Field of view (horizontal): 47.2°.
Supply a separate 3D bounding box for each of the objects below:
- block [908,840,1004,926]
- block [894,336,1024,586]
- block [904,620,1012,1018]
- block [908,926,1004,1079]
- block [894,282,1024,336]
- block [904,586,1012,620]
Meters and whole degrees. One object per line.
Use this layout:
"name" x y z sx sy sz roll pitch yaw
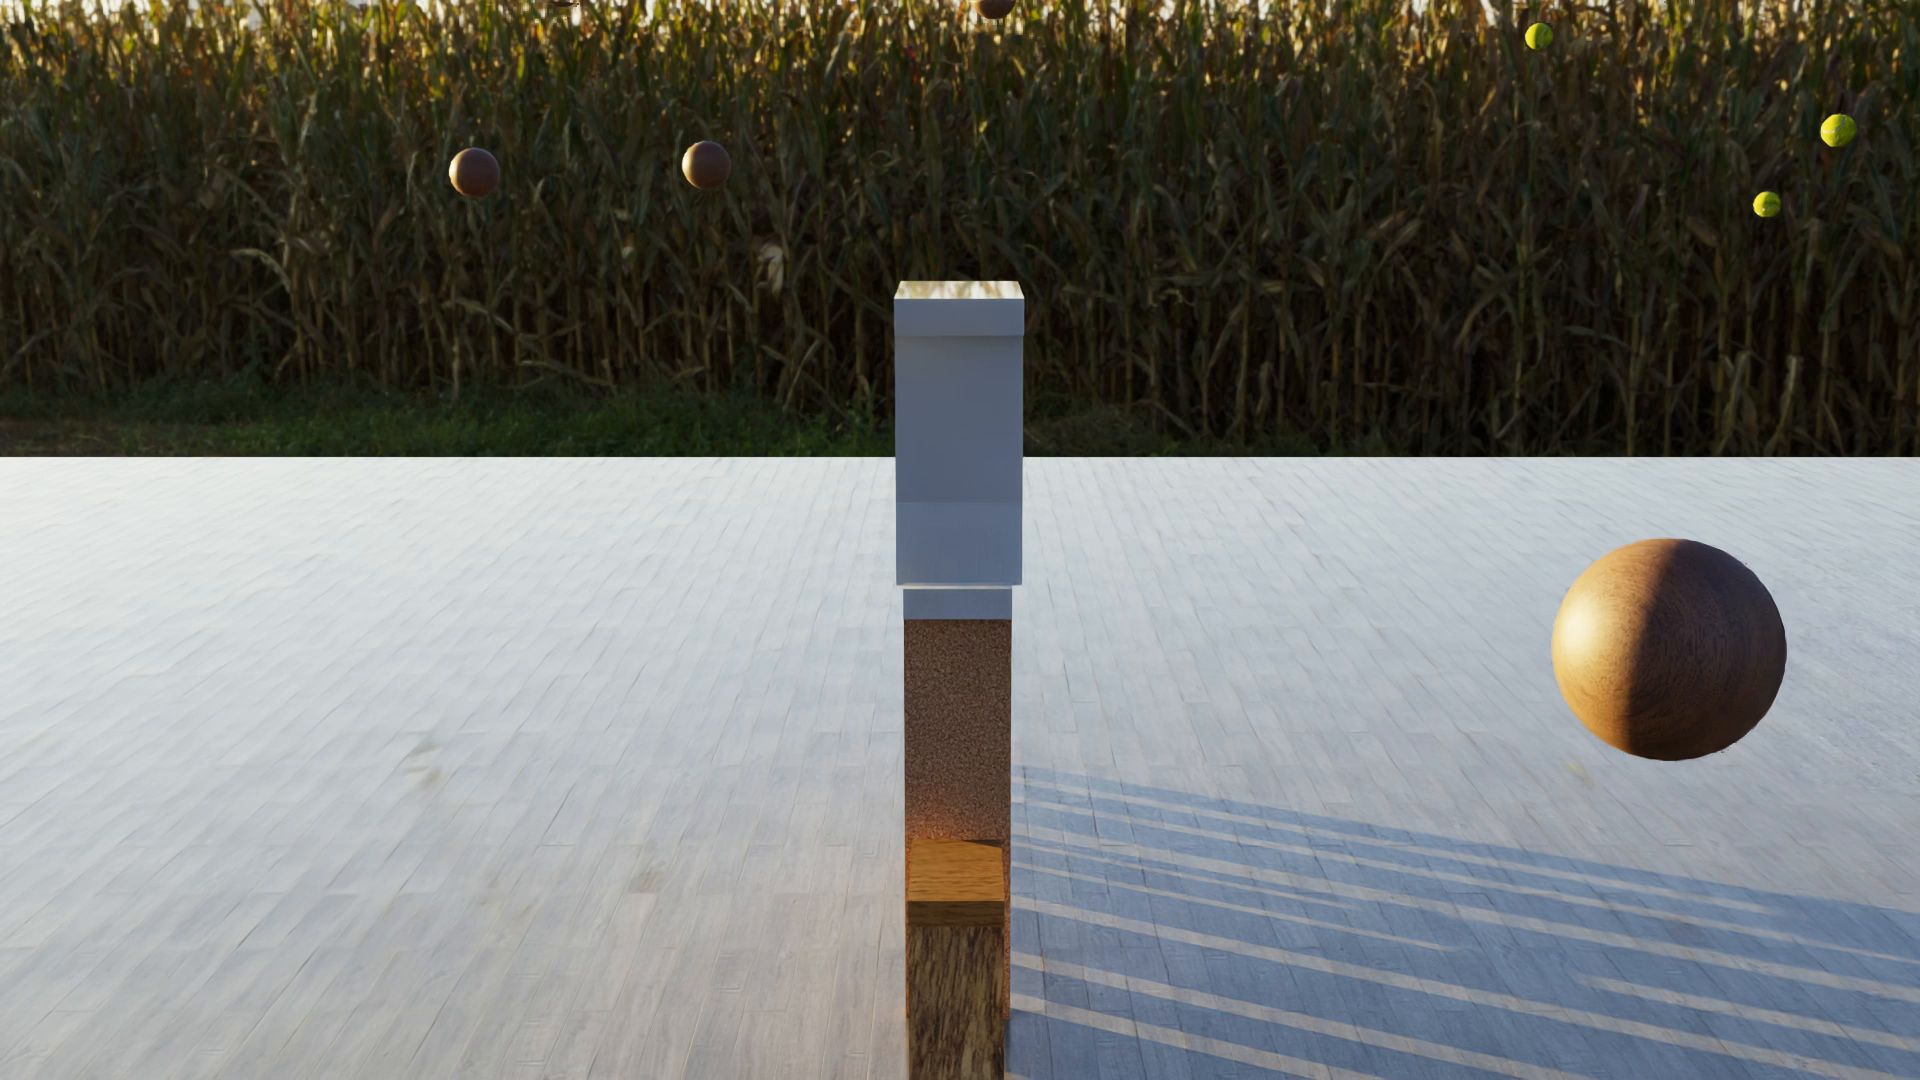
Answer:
"block" -0.005 0.456 2.938 0.124 0.035 0.247 0 11 0
"block" -0.001 -0.112 3.022 0.174 0.347 0.049 0 10 0
"block" -0.003 0.391 3.118 0.149 0.593 0.042 0 10 0
"block" -0.005 0.610 2.882 0.124 0.247 0.035 0 11 0
"block" -0.001 -0.329 3.100 0.174 0.049 0.347 0 10 0
"block" -0.003 0.061 3.158 0.149 0.042 0.299 0 10 0
